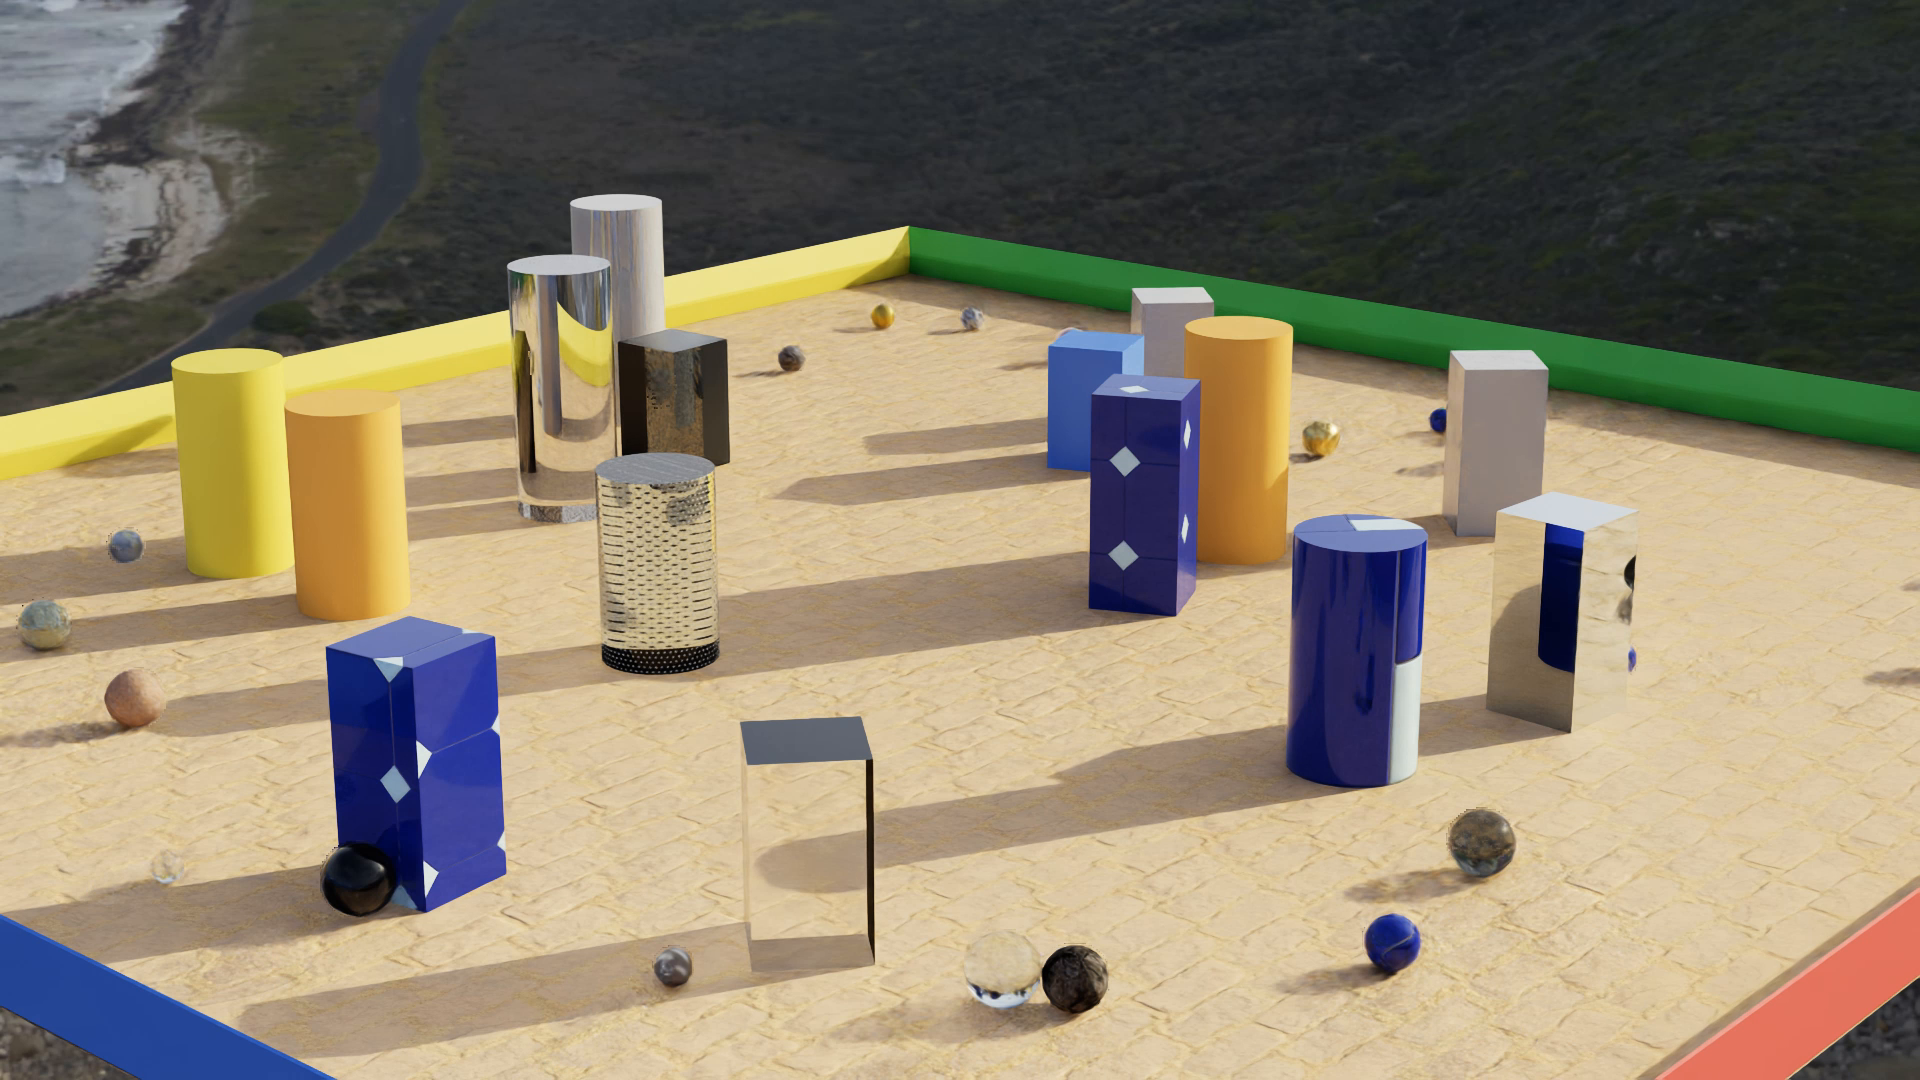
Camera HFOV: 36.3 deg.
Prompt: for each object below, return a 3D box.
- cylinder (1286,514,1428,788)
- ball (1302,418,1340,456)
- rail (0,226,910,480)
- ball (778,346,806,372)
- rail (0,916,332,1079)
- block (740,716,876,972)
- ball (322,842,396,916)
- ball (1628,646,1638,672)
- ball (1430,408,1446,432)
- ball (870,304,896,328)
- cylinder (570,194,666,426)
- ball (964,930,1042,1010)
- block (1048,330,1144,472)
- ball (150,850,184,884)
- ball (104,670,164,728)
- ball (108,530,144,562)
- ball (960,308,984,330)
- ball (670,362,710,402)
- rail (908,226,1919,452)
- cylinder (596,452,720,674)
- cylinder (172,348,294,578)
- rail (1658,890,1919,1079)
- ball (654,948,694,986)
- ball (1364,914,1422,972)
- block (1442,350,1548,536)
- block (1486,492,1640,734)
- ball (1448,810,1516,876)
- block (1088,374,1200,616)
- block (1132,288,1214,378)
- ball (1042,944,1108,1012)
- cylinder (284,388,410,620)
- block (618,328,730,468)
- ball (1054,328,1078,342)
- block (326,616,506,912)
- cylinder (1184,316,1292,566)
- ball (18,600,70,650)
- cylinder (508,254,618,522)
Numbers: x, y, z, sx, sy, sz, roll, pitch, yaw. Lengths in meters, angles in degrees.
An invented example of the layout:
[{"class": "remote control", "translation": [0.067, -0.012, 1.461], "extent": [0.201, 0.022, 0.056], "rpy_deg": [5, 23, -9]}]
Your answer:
[{"class": "cylinder", "translation": [0.580, 0.161, 4.292], "extent": [0.193, 0.358, 0.193], "rpy_deg": [0, 17, 0]}, {"class": "ball", "translation": [0.739, -0.209, 6.004], "extent": [0.078, 0.078, 0.078], "rpy_deg": [0, 17, 0]}, {"class": "rail", "translation": [-1.434, -0.328, 6.313], "extent": [0.045, 0.126, 4.015], "rpy_deg": [14, 22, 39]}, {"class": "ball", "translation": [-0.385, -0.416, 6.717], "extent": [0.062, 0.062, 0.062], "rpy_deg": [0, 17, 0]}, {"class": "rail", "translation": [-1.301, 0.464, 3.686], "extent": [3.847, 0.126, 0.045], "rpy_deg": [14, 22, 39]}, {"class": "block", "translation": [-0.193, 0.382, 3.701], "extent": [0.155, 0.276, 0.155], "rpy_deg": [-2, 17, -7]}, {"class": "ball", "translation": [-0.782, 0.442, 3.816], "extent": [0.096, 0.096, 0.096], "rpy_deg": [0, 17, 0]}, {"class": "ball", "translation": [1.064, 0.191, 4.722], "extent": [0.053, 0.053, 0.053], "rpy_deg": [0, 17, 0]}, {"class": "ball", "translation": [1.017, -0.253, 6.194], "extent": [0.052, 0.052, 0.052], "rpy_deg": [0, 17, 0]}, {"class": "ball", "translation": [-0.187, -0.546, 7.152], "extent": [0.060, 0.060, 0.060], "rpy_deg": [0, 17, 0]}, {"class": "cylinder", "translation": [-0.728, -0.493, 6.274], "extent": [0.193, 0.464, 0.193], "rpy_deg": [0, 17, 0]}, {"class": "ball", "translation": [0.052, 0.521, 3.555], "extent": [0.095, 0.095, 0.095], "rpy_deg": [0, 17, 0]}, {"class": "block", "translation": [0.275, -0.280, 5.937], "extent": [0.155, 0.253, 0.155], "rpy_deg": [6, 18, 19]}, {"class": "ball", "translation": [-1.060, 0.437, 3.921], "extent": [0.043, 0.043, 0.043], "rpy_deg": [0, 17, 0]}, {"class": "ball", "translation": [-1.263, 0.243, 4.489], "extent": [0.088, 0.088, 0.088], "rpy_deg": [0, 17, 0]}, {"class": "ball", "translation": [-1.509, 0.011, 5.305], "extent": [0.060, 0.060, 0.060], "rpy_deg": [0, 17, 0]}, {"class": "ball", "translation": [0.030, -0.538, 7.133], "extent": [0.055, 0.055, 0.055], "rpy_deg": [0, 17, 0]}, {"class": "ball", "translation": [-0.595, -0.348, 6.448], "extent": [0.087, 0.087, 0.087], "rpy_deg": [0, 17, 0]}, {"class": "rail", "translation": [1.301, -0.401, 6.554], "extent": [3.847, 0.126, 0.045], "rpy_deg": [14, 22, 39]}, {"class": "cylinder", "translation": [-0.492, 0.037, 4.772], "extent": [0.193, 0.319, 0.193], "rpy_deg": [0, 17, 0]}, {"class": "cylinder", "translation": [-1.300, -0.139, 5.255], "extent": [0.193, 0.375, 0.193], "rpy_deg": [0, 17, 0]}, {"class": "rail", "translation": [1.434, 0.391, 3.928], "extent": [0.045, 0.126, 4.015], "rpy_deg": [14, 22, 39]}, {"class": "ball", "translation": [-0.353, 0.527, 3.617], "extent": [0.047, 0.047, 0.047], "rpy_deg": [0, 17, 0]}, {"class": "ball", "translation": [0.540, 0.502, 3.658], "extent": [0.071, 0.071, 0.071], "rpy_deg": [0, 17, 0]}, {"class": "block", "translation": [1.001, -0.182, 5.493], "extent": [0.155, 0.320, 0.155], "rpy_deg": [0, 17, -1]}, {"class": "block", "translation": [0.929, 0.109, 4.526], "extent": [0.155, 0.322, 0.155], "rpy_deg": [15, 23, 41]}, {"class": "ball", "translation": [0.702, 0.408, 3.940], "extent": [0.089, 0.089, 0.089], "rpy_deg": [0, 17, 0]}, {"class": "block", "translation": [0.318, -0.079, 5.048], "extent": [0.155, 0.380, 0.155], "rpy_deg": [5, 17, 16]}, {"class": "block", "translation": [0.454, -0.394, 6.291], "extent": [0.155, 0.267, 0.155], "rpy_deg": [-1, 17, -4]}, {"class": "ball", "translation": [0.139, 0.531, 3.546], "extent": [0.081, 0.081, 0.081], "rpy_deg": [0, 17, 0]}, {"class": "cylinder", "translation": [-1.049, -0.062, 5.031], "extent": [0.193, 0.359, 0.193], "rpy_deg": [0, 17, 0]}, {"class": "block", "translation": [-0.576, -0.277, 5.918], "extent": [0.155, 0.258, 0.155], "rpy_deg": [13, 21, 37]}, {"class": "ball", "translation": [0.259, -0.453, 6.808], "extent": [0.080, 0.080, 0.080], "rpy_deg": [0, 17, 0]}, {"class": "block", "translation": [-0.719, 0.294, 3.884], "extent": [0.155, 0.338, 0.155], "rpy_deg": [11, 20, 32]}, {"class": "cylinder", "translation": [0.501, -0.182, 5.328], "extent": [0.193, 0.417, 0.193], "rpy_deg": [0, 17, 0]}, {"class": "ball", "translation": [-1.510, 0.141, 4.835], "extent": [0.083, 0.083, 0.083], "rpy_deg": [0, 17, 0]}, {"class": "cylinder", "translation": [-0.753, -0.288, 5.575], "extent": [0.193, 0.477, 0.193], "rpy_deg": [0, 17, 0]}]
